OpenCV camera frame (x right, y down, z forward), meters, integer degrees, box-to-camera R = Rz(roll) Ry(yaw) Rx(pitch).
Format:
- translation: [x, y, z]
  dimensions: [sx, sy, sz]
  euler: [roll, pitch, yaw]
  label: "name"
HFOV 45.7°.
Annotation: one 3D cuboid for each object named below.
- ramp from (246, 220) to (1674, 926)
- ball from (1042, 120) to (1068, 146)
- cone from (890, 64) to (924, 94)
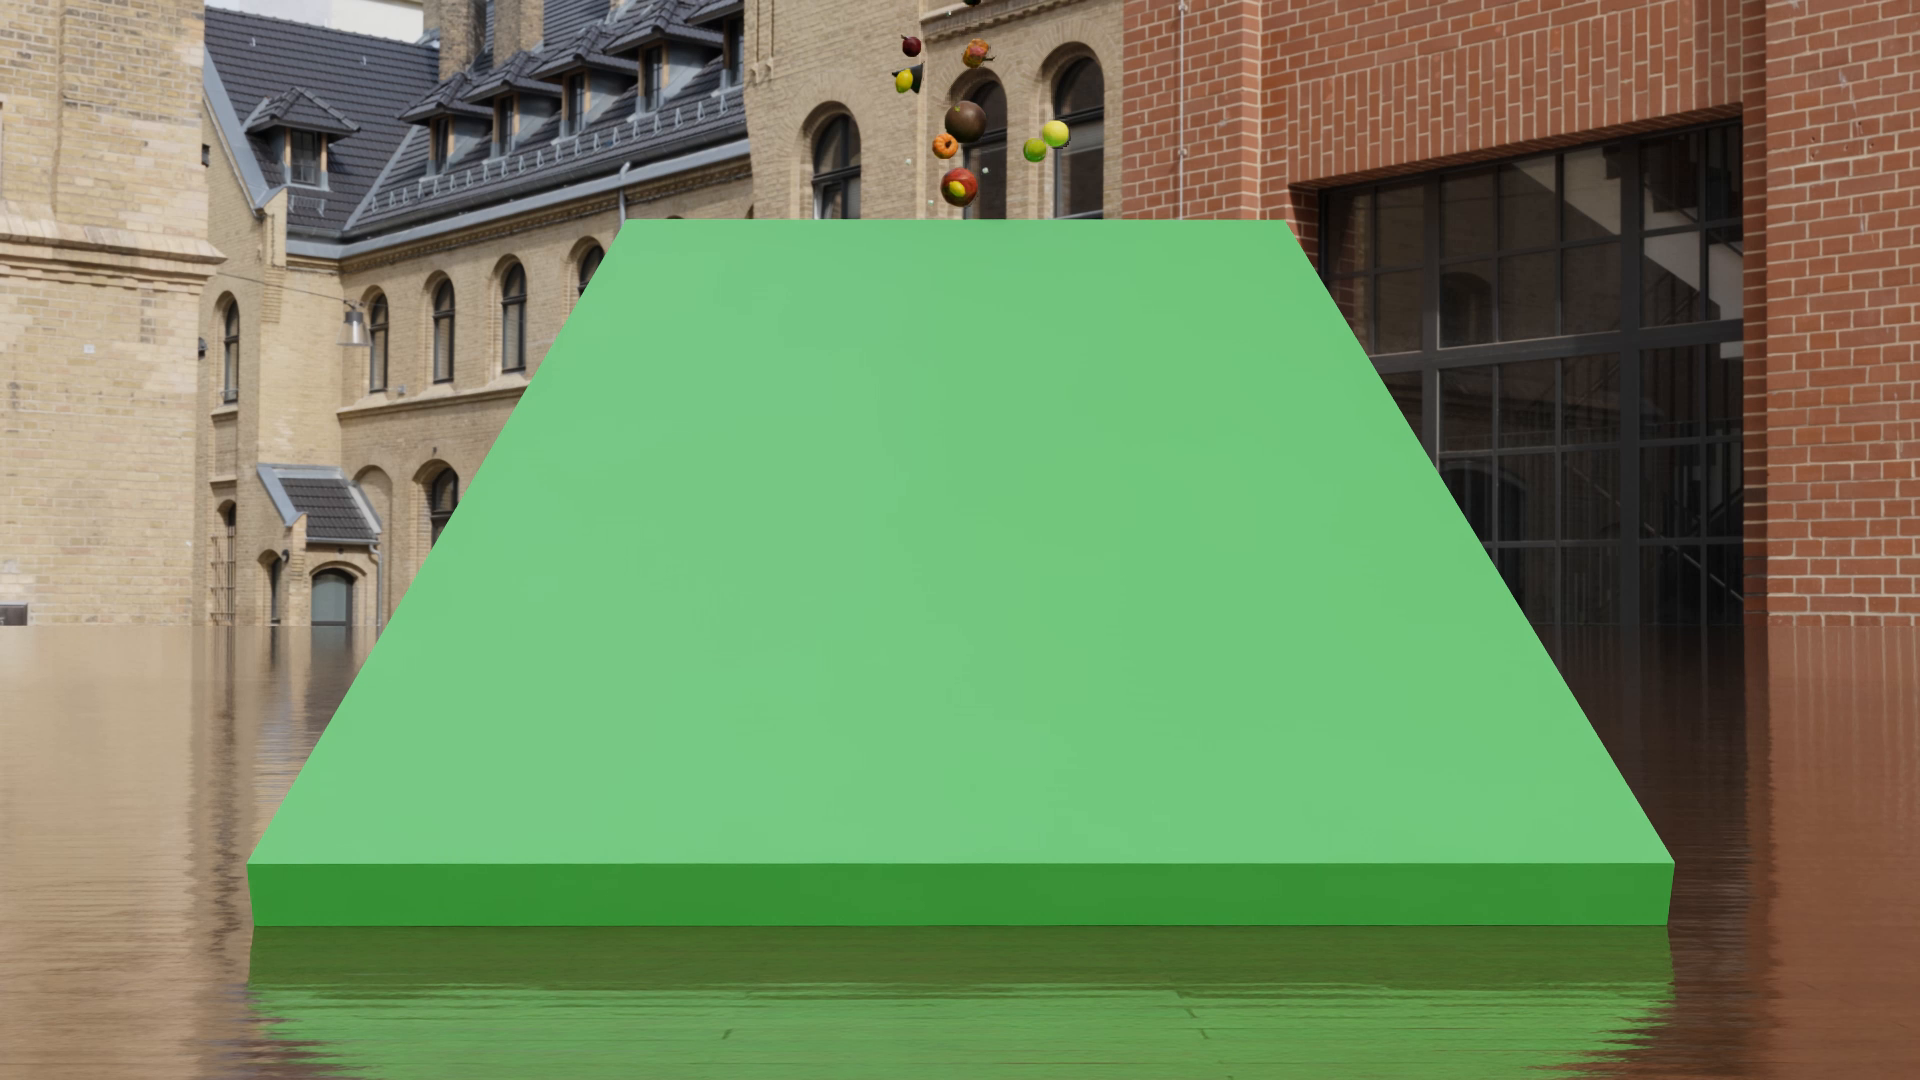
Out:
- translation: [-0.006, -0.214, 5.078]
  dimensions: [2.000, 0.100, 4.000]
  euler: [0, 21, 0]
  label: "ramp"
- translation: [0.271, -1.155, 6.479]
  dimensions: [0.075, 0.075, 0.075]
  euler: [0, -2, 0]
  label: "ball"
- translation: [-0.166, -1.404, 6.897]
  dimensions: [0.093, 0.093, 0.093]
  euler: [9, -3, -8]
  label: "cone"
